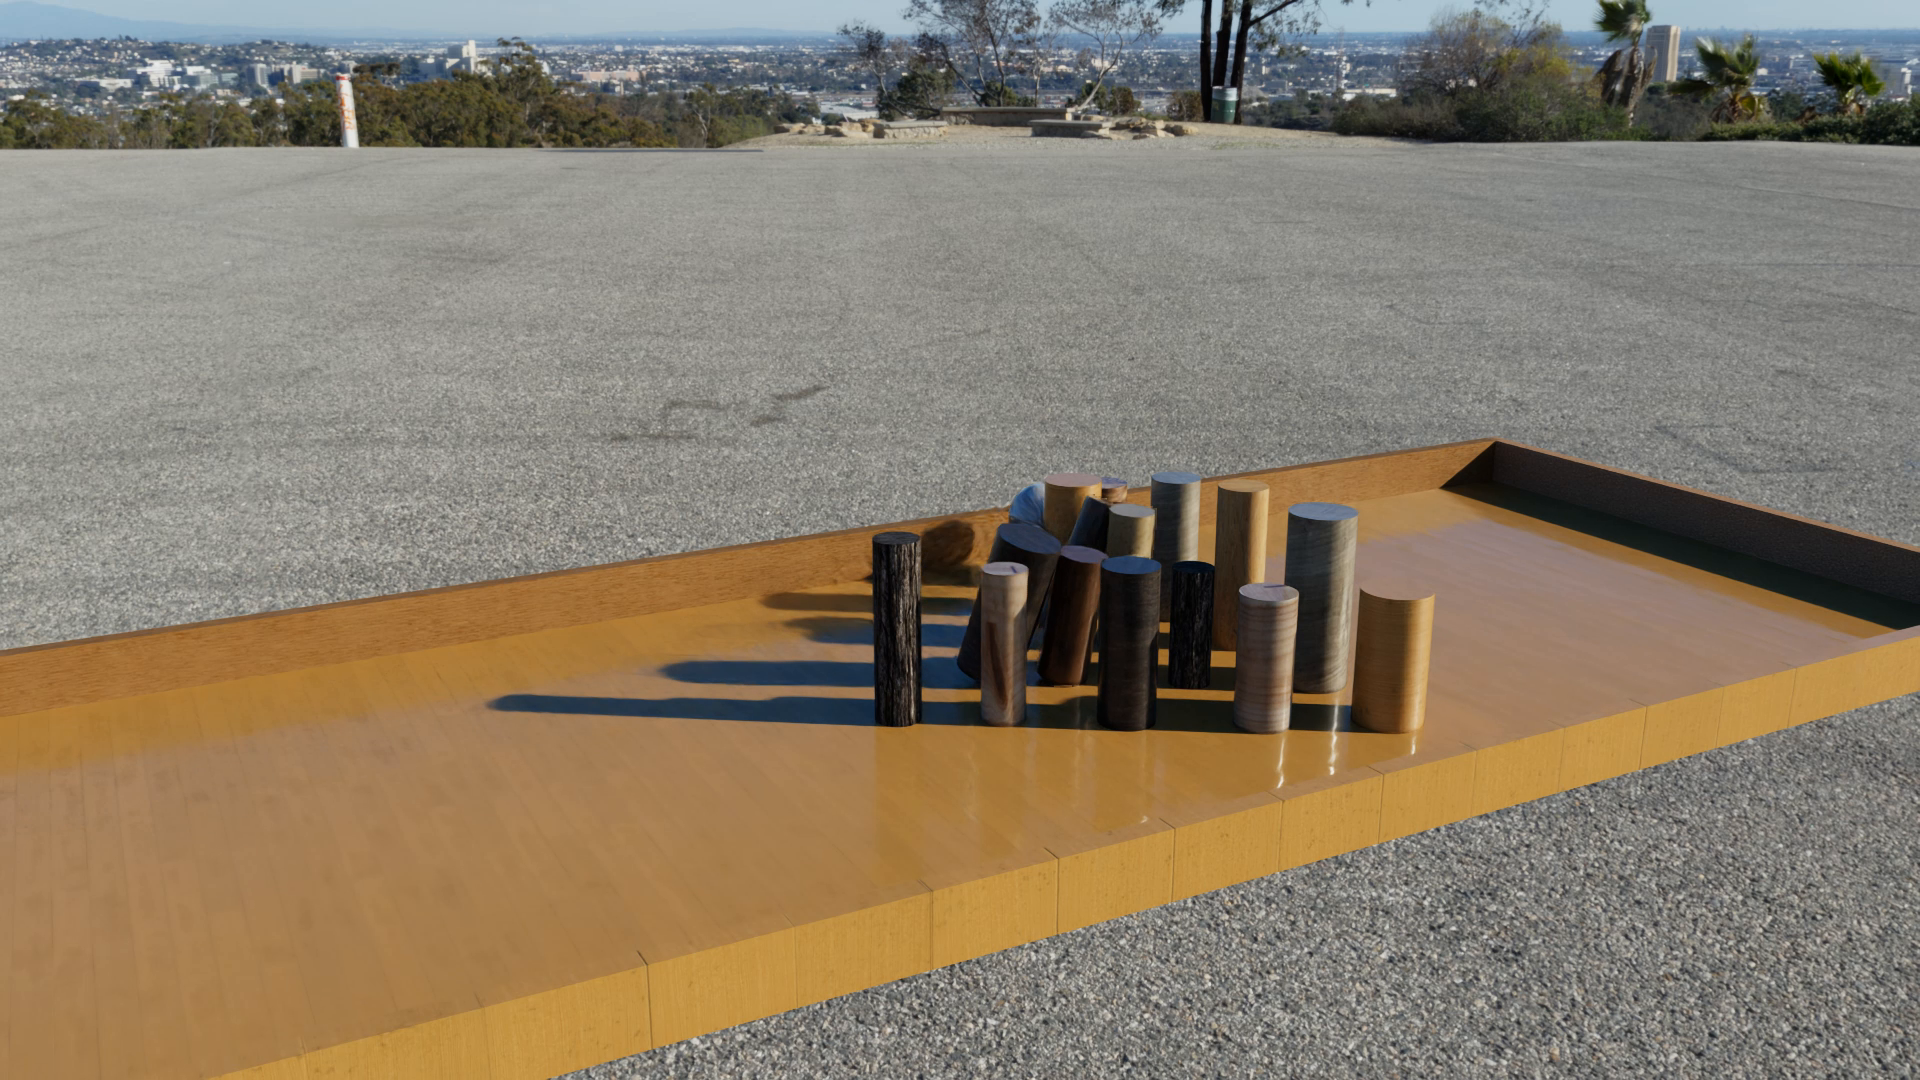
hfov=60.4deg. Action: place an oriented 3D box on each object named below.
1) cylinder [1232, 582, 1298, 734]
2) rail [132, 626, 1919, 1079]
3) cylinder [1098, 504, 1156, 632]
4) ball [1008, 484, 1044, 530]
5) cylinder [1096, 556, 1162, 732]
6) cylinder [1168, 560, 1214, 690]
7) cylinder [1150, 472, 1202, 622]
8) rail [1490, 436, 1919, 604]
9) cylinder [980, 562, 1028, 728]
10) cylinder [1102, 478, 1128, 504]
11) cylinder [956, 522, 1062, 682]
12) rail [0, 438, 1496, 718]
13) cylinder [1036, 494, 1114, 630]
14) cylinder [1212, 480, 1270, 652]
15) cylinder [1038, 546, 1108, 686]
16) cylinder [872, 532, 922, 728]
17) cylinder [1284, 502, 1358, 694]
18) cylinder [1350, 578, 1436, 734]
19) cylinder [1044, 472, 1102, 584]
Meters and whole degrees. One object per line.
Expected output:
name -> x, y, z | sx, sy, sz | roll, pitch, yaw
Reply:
cylinder -> 0.711, 0.275, 3.839 | 0.136, 0.326, 0.136 | 0, 16, 0
rail -> -2.336, 1.006, 1.665 | 12.000, 0.150, 0.050 | -9, 18, -27
cylinder -> 0.436, 0.100, 4.339 | 0.119, 0.374, 0.119 | 3, 18, -1
ball -> 0.246, -0.068, 4.948 | 0.204, 0.204, 0.204 | 0, 16, 0
cylinder -> 0.394, 0.242, 3.850 | 0.140, 0.385, 0.140 | 0, 16, 0
cylinder -> 0.574, 0.211, 4.099 | 0.105, 0.302, 0.105 | 0, 16, 0
cylinder -> 0.593, 0.019, 4.583 | 0.136, 0.398, 0.136 | 0, 16, 0
rail -> 2.466, -0.048, 5.253 | 0.050, 0.150, 2.100 | -9, 18, -27
cylinder -> 0.103, 0.245, 3.861 | 0.108, 0.373, 0.108 | 0, 16, 0
cylinder -> 0.422, -0.018, 4.862 | 0.134, 0.312, 0.134 | 0, 16, 0
cylinder -> 0.121, 0.160, 4.089 | 0.164, 0.374, 0.164 | 14, 23, -6
rail -> -3.305, 0.497, 3.399 | 12.000, 0.150, 0.050 | -9, 18, -27
cylinder -> 0.325, 0.074, 4.416 | 0.119, 0.372, 0.119 | 21, 7, -3
cylinder -> 0.739, 0.067, 4.353 | 0.132, 0.436, 0.132 | 0, 16, 0
cylinder -> 0.280, 0.188, 4.112 | 0.127, 0.325, 0.127 | 8, 18, -3
cylinder -> -0.146, 0.209, 3.853 | 0.111, 0.446, 0.111 | 0, 16, 0
cylinder -> 0.885, 0.143, 4.079 | 0.168, 0.445, 0.168 | 0, 16, 0
cylinder -> 1.012, 0.269, 3.858 | 0.170, 0.327, 0.170 | 0, 16, 0
cylinder -> 0.314, 0.017, 4.620 | 0.158, 0.382, 0.158 | 0, 16, 0
